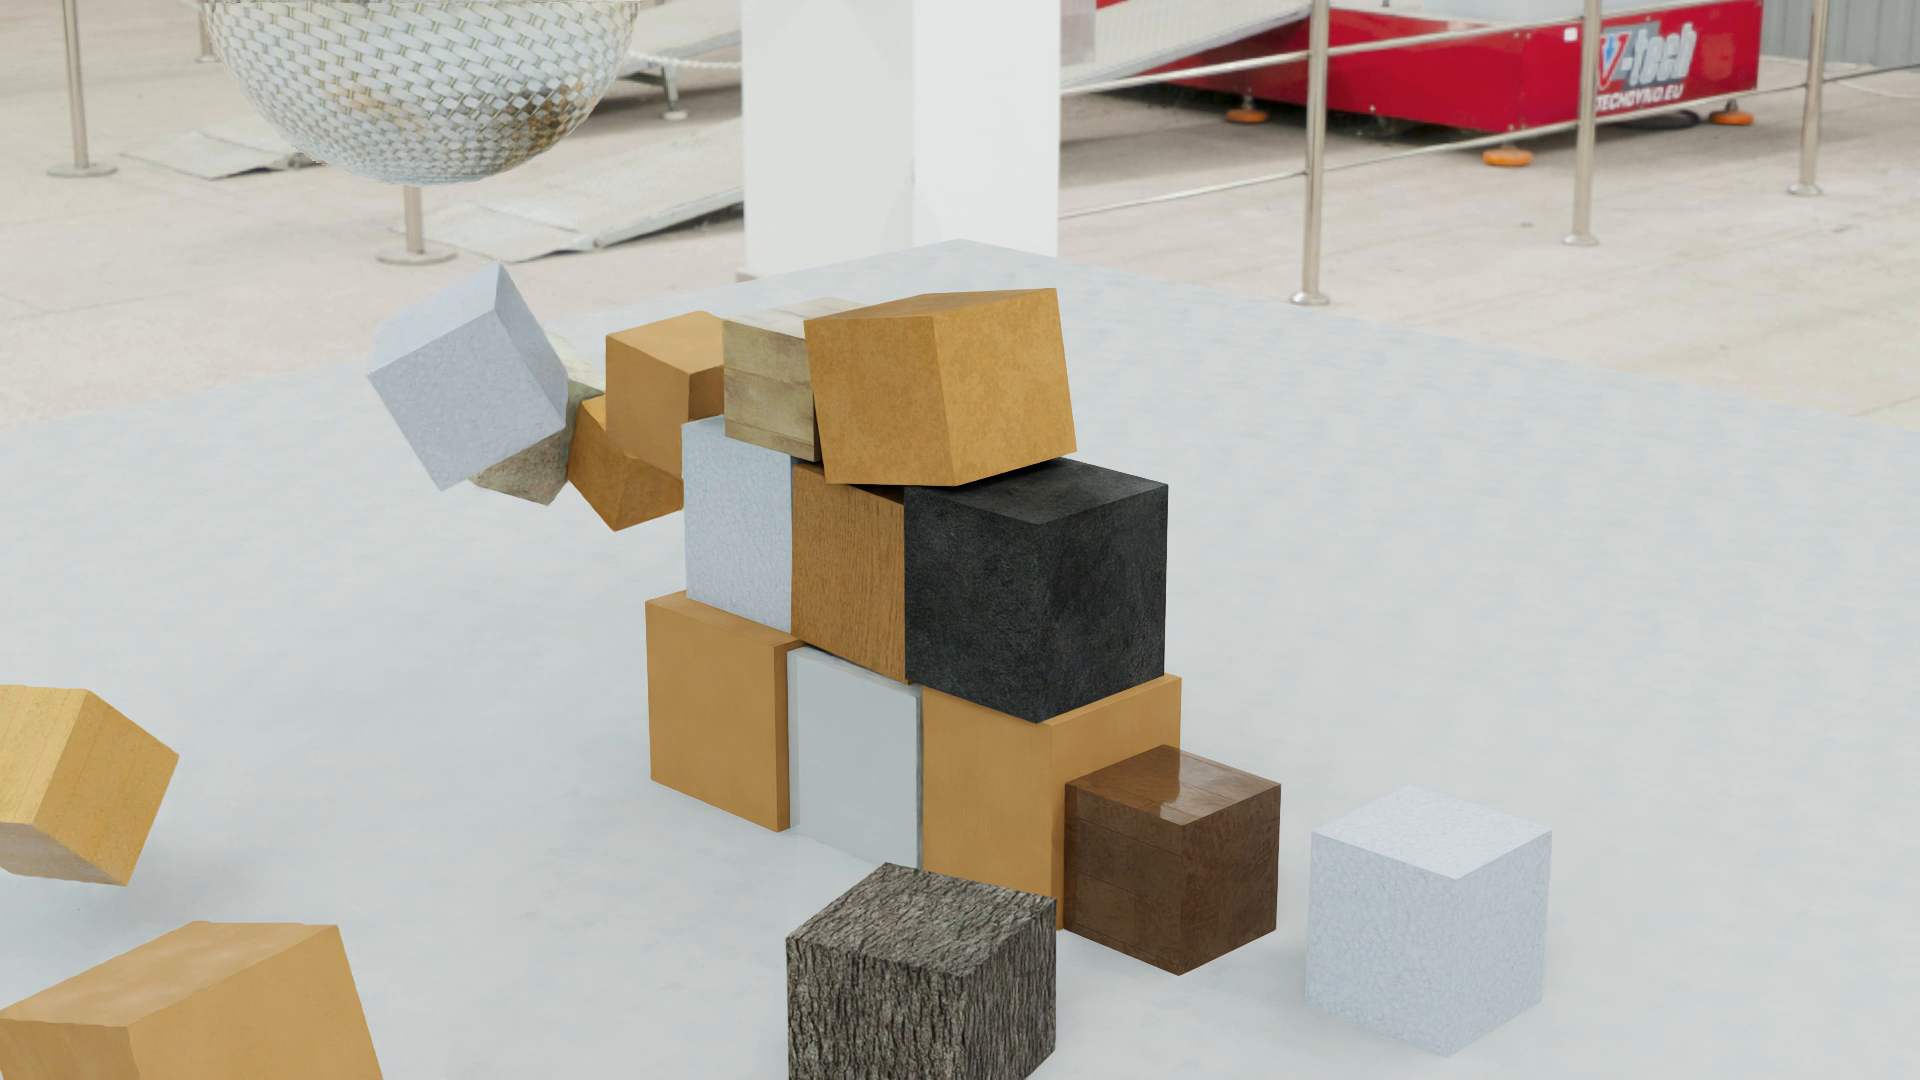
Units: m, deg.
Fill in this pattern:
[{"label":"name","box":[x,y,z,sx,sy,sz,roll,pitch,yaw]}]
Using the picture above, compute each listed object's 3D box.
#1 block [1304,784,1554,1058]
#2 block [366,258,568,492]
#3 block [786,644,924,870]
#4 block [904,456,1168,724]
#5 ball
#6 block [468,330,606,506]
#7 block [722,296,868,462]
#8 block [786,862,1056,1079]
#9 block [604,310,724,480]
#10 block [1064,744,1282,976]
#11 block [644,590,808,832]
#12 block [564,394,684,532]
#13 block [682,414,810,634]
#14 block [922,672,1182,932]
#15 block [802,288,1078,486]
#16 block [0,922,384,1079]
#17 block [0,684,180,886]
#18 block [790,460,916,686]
[{"label":"block","box":[1.930,1.556,12.095,0.704,0.779,0.697,16,23,41]},{"label":"block","box":[-2.443,-0.828,14.630,0.704,0.697,0.794,-27,23,5]},{"label":"block","box":[-0.176,0.943,13.849,0.926,0.896,0.864,-17,24,-42]},{"label":"block","box":[0.336,0.188,12.996,0.799,0.893,0.845,16,24,42]},{"label":"ball","box":[-1.951,-2.085,10.641,1.600,1.600,1.600,0,17,0]},{"label":"block","box":[-2.448,-0.727,16.284,0.608,0.765,0.705,43,12,27]},{"label":"block","box":[-0.650,-0.768,13.797,0.680,0.570,0.623,-17,24,-42]},{"label":"block","box":[-0.143,1.790,11.537,0.772,0.667,0.797,9,20,26]},{"label":"block","box":[-1.325,-0.725,14.626,0.613,0.571,0.647,-20,33,-41]},{"label":"block","box":[0.922,1.383,12.792,0.670,0.691,0.652,17,24,42]},{"label":"block","box":[-0.828,0.733,14.454,1.053,0.935,0.943,-17,24,-42]},{"label":"block","box":[-1.807,-0.465,16.233,0.487,0.544,0.504,-20,54,-36]},{"label":"block","box":[-0.812,-0.129,14.175,0.703,0.876,0.786,-17,24,-42]},{"label":"block","box":[0.413,1.088,13.254,0.796,0.977,0.845,17,24,42]},{"label":"block","box":[-0.088,-0.691,13.172,0.772,0.744,0.847,-17,13,-42]},{"label":"block","box":[-2.706,1.922,10.381,0.901,0.850,0.897,-6,13,42]},{"label":"block","box":[-3.905,1.048,12.589,0.667,0.636,0.622,2,61,28]},{"label":"block","box":[-0.234,0.077,13.638,0.751,0.843,0.799,-17,27,-42]}]
